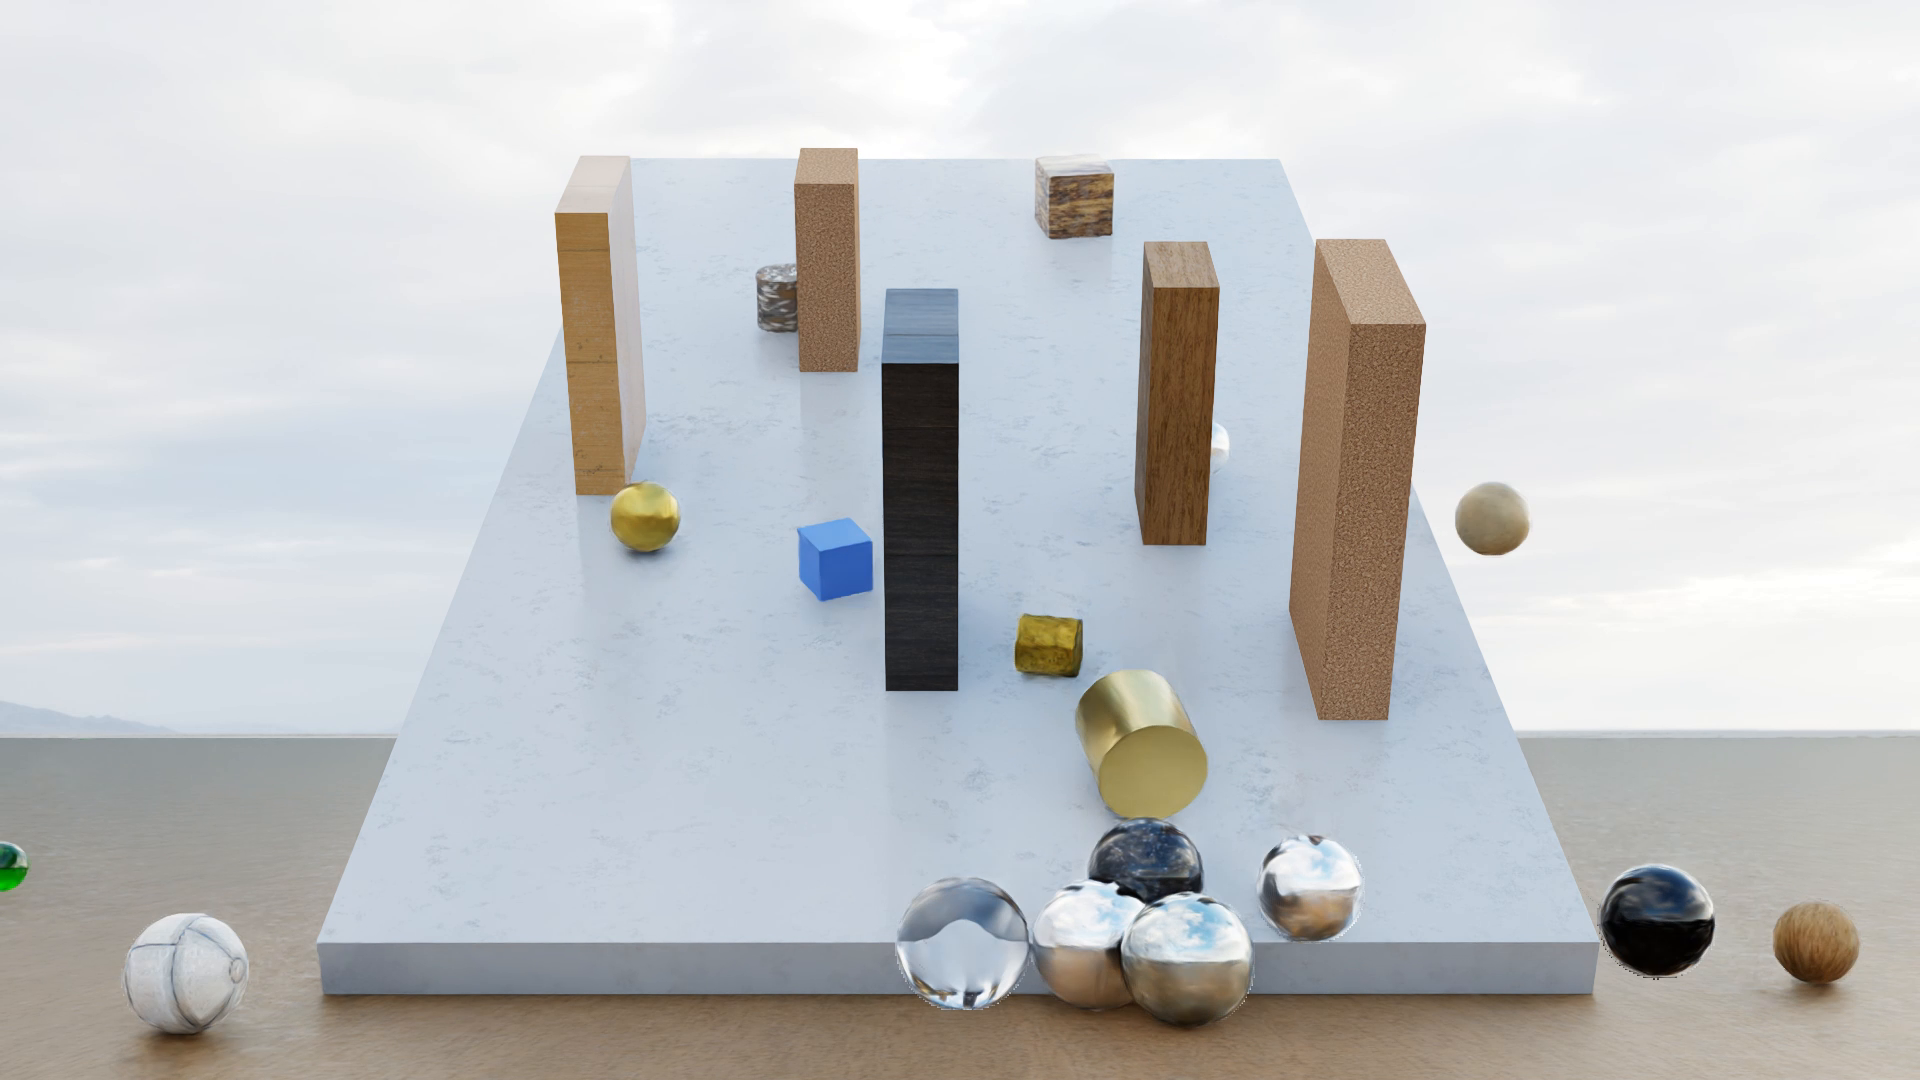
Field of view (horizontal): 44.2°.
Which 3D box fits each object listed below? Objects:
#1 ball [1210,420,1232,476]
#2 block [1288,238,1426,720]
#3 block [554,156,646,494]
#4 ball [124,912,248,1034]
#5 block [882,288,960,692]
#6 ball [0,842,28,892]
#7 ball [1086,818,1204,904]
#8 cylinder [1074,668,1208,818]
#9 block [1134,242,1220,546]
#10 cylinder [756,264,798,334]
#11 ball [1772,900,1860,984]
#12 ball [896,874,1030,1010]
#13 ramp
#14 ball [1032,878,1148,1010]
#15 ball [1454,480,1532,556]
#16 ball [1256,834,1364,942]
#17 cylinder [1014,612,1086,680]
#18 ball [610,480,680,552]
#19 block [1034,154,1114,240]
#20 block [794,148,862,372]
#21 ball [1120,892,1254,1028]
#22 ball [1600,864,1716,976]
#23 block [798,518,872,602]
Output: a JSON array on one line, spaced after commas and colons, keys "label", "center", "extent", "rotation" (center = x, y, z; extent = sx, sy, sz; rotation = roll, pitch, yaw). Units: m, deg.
[{"label": "ball", "center": [0.530, -0.201, 5.188], "extent": [0.131, 0.131, 0.131], "rotation": [0, -5, 0]}, {"label": "block", "center": [0.712, -0.112, 4.303], "extent": [0.126, 0.768, 0.423], "rotation": [0, 27, 0]}, {"label": "block", "center": [-0.776, -0.470, 5.150], "extent": [0.109, 0.639, 0.386], "rotation": [0, 27, 0]}, {"label": "ball", "center": [-1.062, 0.595, 3.250], "extent": [0.164, 0.164, 0.164], "rotation": [0, -5, 0]}, {"label": "block", "center": [-0.070, -0.095, 4.391], "extent": [0.135, 0.654, 0.364], "rotation": [0, 27, 0]}, {"label": "ball", "center": [-2.493, 0.850, 6.155], "extent": [0.130, 0.130, 0.130], "rotation": [0, -5, 0]}, {"label": "ball", "center": [0.288, 0.523, 3.677], "extent": [0.184, 0.184, 0.184], "rotation": [0, -5, 0]}, {"label": "cylinder", "center": [0.307, 0.348, 4.031], "extent": [0.189, 0.189, 0.189], "rotation": [1, 26, -11]}, {"label": "block", "center": [0.445, -0.303, 4.904], "extent": [0.130, 0.569, 0.269], "rotation": [0, 27, 0]}, {"label": "cylinder", "center": [-0.447, -0.612, 5.994], "extent": [0.137, 0.137, 0.137], "rotation": [0, 27, 0]}, {"label": "ball", "center": [1.406, 0.660, 3.888], "extent": [0.136, 0.136, 0.136], "rotation": [0, -5, 0]}, {"label": "ball", "center": [0.005, 0.601, 3.535], "extent": [0.198, 0.198, 0.198], "rotation": [0, -5, 0]}, {"label": "ramp", "center": [-0.010, -0.227, 5.495], "extent": [2.000, 0.100, 4.000], "rotation": [0, 27, 0]}, {"label": "ball", "center": [0.204, 0.602, 3.527], "extent": [0.195, 0.195, 0.195], "rotation": [0, -5, 0]}, {"label": "ball", "center": [1.100, -0.044, 4.887], "extent": [0.157, 0.157, 0.157], "rotation": [0, -5, 0]}, {"label": "ball", "center": [0.543, 0.540, 3.677], "extent": [0.165, 0.165, 0.165], "rotation": [0, -5, 0]}, {"label": "cylinder", "center": [0.167, 0.197, 4.415], "extent": [0.109, 0.109, 0.109], "rotation": [9, -2, 15]}, {"label": "ball", "center": [-0.647, -0.050, 4.864], "extent": [0.146, 0.146, 0.146], "rotation": [0, -5, 0]}, {"label": "block", "center": [0.320, -0.967, 6.652], "extent": [0.182, 0.182, 0.182], "rotation": [-5, 27, -10]}, {"label": "block", "center": [-0.319, -0.682, 5.757], "extent": [0.141, 0.476, 0.280], "rotation": [0, 27, 0]}, {"label": "ball", "center": [0.319, 0.589, 3.327], "extent": [0.187, 0.187, 0.187], "rotation": [0, -5, 0]}, {"label": "ball", "center": [1.108, 0.604, 3.762], "extent": [0.178, 0.178, 0.178], "rotation": [0, -5, 0]}, {"label": "block", "center": [-0.249, 0.038, 4.728], "extent": [0.112, 0.112, 0.112], "rotation": [-12, 29, -23]}]
